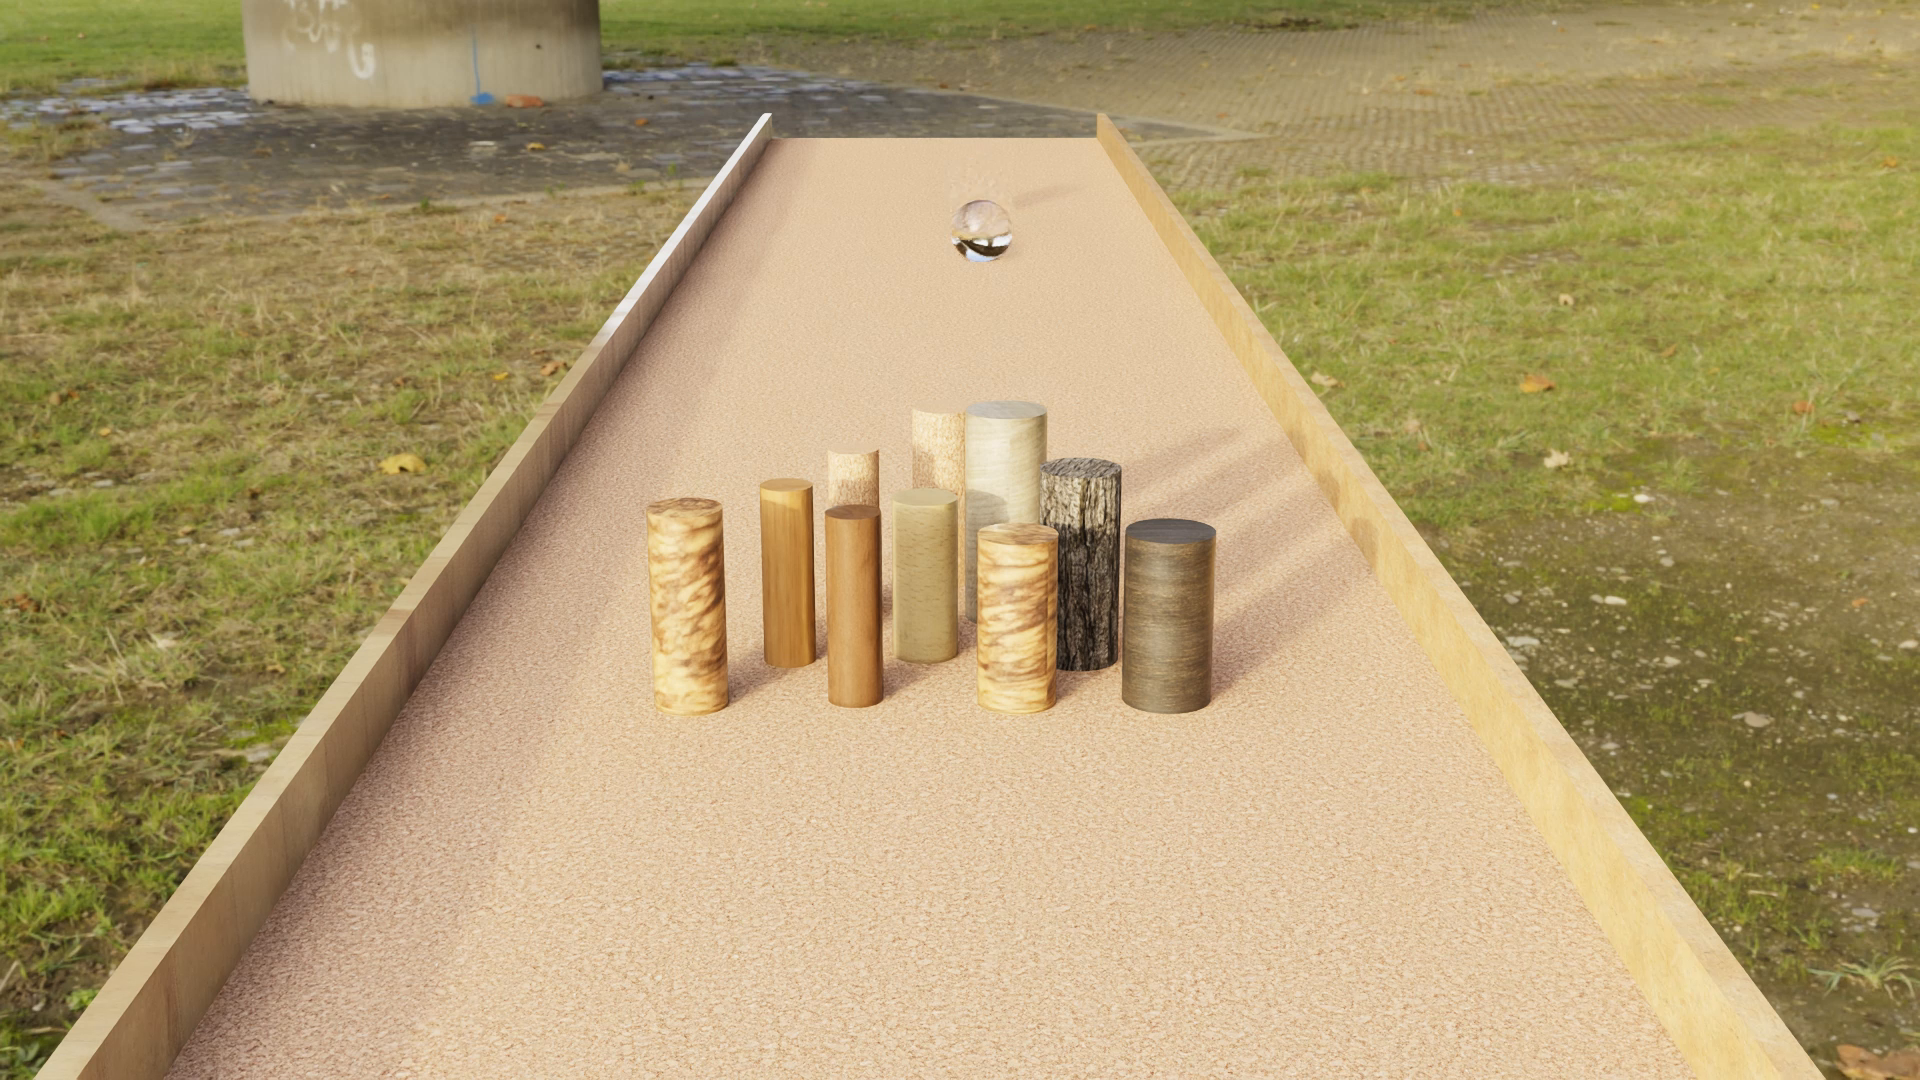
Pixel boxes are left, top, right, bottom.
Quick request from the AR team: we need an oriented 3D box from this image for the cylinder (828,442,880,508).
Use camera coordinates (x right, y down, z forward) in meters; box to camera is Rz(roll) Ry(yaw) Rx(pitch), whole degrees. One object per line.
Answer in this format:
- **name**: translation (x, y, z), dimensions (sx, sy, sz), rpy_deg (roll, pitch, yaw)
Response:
- **cylinder**: translation (-0.223, -0.018, 4.648), dimensions (0.107, 0.364, 0.107), rpy_deg (0, 17, 0)

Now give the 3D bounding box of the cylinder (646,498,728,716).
- **cylinder**: translation (-0.510, 0.125, 4.127), dimensions (0.141, 0.387, 0.141), rpy_deg (0, 17, 0)

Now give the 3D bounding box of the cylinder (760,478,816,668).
- **cylinder**: translation (-0.341, 0.065, 4.370), dimensions (0.104, 0.363, 0.104), rpy_deg (0, 17, 0)

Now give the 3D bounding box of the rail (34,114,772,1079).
- **rail**: translation (-1.118, -0.838, 7.780), dimensions (0.050, 0.150, 12.000), rpy_deg (0, 17, -1)

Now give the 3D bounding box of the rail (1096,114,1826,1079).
- **rail**: translation (0.932, -0.844, 7.801), dimensions (0.050, 0.150, 12.000), rpy_deg (0, 17, -1)

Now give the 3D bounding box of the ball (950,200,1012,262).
- **ball**: translation (0.088, -1.274, 9.061), dimensions (0.256, 0.256, 0.256), rpy_deg (0, 17, 0)

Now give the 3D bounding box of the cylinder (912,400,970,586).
- **cylinder**: translation (-0.037, -0.104, 4.886), dimensions (0.137, 0.394, 0.137), rpy_deg (0, 17, 0)

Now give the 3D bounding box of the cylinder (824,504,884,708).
- **cylinder**: translation (-0.199, 0.125, 4.155), dimensions (0.106, 0.371, 0.106), rpy_deg (0, 17, 0)

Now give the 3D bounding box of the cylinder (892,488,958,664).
- **cylinder**: translation (-0.070, 0.072, 4.409), dimensions (0.132, 0.328, 0.132), rpy_deg (0, 17, 0)

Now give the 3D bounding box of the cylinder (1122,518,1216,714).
- **cylinder**: translation (0.394, 0.143, 4.161), dimensions (0.171, 0.334, 0.171), rpy_deg (0, 17, 0)

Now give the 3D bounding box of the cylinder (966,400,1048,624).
- **cylinder**: translation (0.096, -0.055, 4.627), dimensions (0.171, 0.448, 0.171), rpy_deg (0, 17, 0)

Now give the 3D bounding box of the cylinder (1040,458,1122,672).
- **cylinder**: translation (0.237, 0.048, 4.373), dimensions (0.162, 0.396, 0.162), rpy_deg (0, 17, 0)

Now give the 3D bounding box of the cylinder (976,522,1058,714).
- **cylinder**: translation (0.108, 0.147, 4.149), dimensions (0.152, 0.332, 0.152), rpy_deg (0, 17, 0)
